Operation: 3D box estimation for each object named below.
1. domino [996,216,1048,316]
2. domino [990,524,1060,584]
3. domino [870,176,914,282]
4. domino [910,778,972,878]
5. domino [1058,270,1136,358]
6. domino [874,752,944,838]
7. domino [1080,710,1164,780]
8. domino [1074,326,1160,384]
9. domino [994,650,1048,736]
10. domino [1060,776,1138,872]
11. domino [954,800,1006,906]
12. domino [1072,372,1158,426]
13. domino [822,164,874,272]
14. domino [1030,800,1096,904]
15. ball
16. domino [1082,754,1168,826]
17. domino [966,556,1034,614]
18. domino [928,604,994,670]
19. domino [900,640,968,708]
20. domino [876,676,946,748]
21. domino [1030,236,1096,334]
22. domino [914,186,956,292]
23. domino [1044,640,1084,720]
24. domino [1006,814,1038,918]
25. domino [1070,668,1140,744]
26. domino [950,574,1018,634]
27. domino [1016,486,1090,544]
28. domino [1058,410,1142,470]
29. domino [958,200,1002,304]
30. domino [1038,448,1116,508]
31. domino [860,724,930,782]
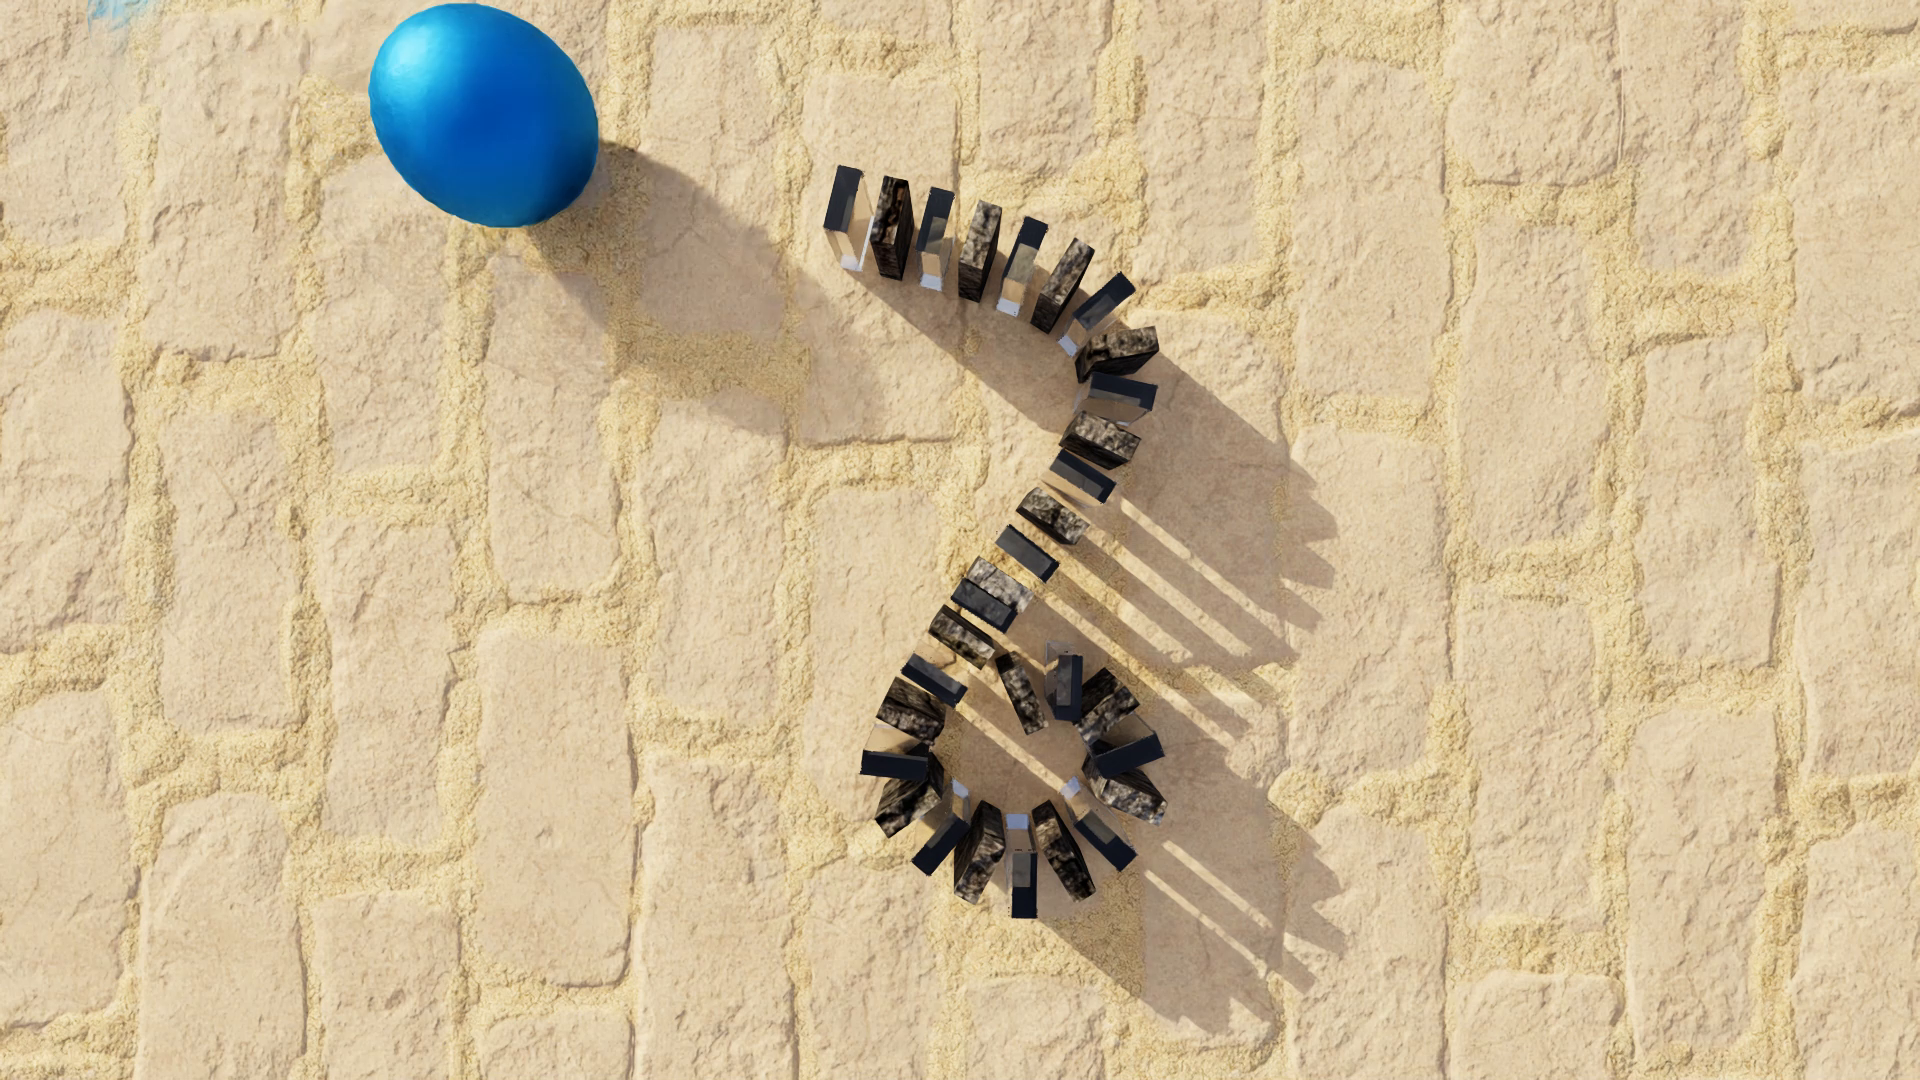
[{"bbox_3d":[0.025,-0.111,0.375,0.009,0.050,0.025,22,90,0],"label":"domino"},{"bbox_3d":[0.026,0.005,0.375,0.025,0.050,0.009,38,90,0],"label":"domino"},{"bbox_3d":[-0.027,-0.126,0.375,0.010,0.050,0.025,13,90,0],"label":"domino"},{"bbox_3d":[-0.007,0.116,0.375,0.010,0.050,0.025,40,90,0],"label":"domino"},{"bbox_3d":[0.055,-0.091,0.375,0.025,0.050,0.010,-41,90,0],"label":"domino"},{"bbox_3d":[-0.020,0.103,0.375,0.025,0.050,0.009,-35,90,0],"label":"domino"},{"bbox_3d":[0.065,0.083,0.375,0.025,0.050,0.009,-21,90,0],"label":"domino"},{"bbox_3d":[0.063,-0.075,0.375,0.025,0.050,0.009,-10,90,0],"label":"domino"},{"bbox_3d":[0.025,0.061,0.375,0.009,0.050,0.025,-24,90,0],"label":"domino"},{"bbox_3d":[0.056,0.115,0.375,0.025,0.050,0.009,44,90,0],"label":"domino"},{"bbox_3d":[0.008,0.126,0.375,0.010,0.050,0.025,28,90,0],"label":"domino"},{"bbox_3d":[0.062,-0.057,0.375,0.025,0.050,0.009,13,90,0],"label":"domino"},{"bbox_3d":[-0.045,-0.130,0.375,0.010,0.050,0.025,14,90,0],"label":"domino"},{"bbox_3d":[0.042,0.126,0.375,0.010,0.050,0.025,-32,90,0],"label":"domino"},{"bbox_3d":[-0.185,-0.165,0.360,0.080,0.080,0.080,0,90,0],"label":"ball"},{"bbox_3d":[0.066,0.100,0.375,0.025,0.050,0.010,23,90,0],"label":"domino"},{"bbox_3d":[0.016,0.017,0.375,0.025,0.050,0.010,33,90,0],"label":"domino"},{"bbox_3d":[0.000,0.039,0.375,0.025,0.050,0.009,35,90,0],"label":"domino"},{"bbox_3d":[-0.010,0.054,0.375,0.025,0.050,0.009,33,90,0],"label":"domino"},{"bbox_3d":[-0.019,0.069,0.375,0.025,0.050,0.010,27,90,0],"label":"domino"},{"bbox_3d":[0.041,-0.103,0.375,0.010,0.050,0.025,32,90,0],"label":"domino"},{"bbox_3d":[-0.010,-0.122,0.375,0.010,0.050,0.025,15,90,0],"label":"domino"},{"bbox_3d":[0.042,0.056,0.375,0.010,0.050,0.025,2,90,0],"label":"domino"},{"bbox_3d":[0.025,0.132,0.375,0.010,0.050,0.025,1,90,0],"label":"domino"},{"bbox_3d":[0.056,0.067,0.375,0.025,0.050,0.009,-39,90,0],"label":"domino"},{"bbox_3d":[0.009,0.025,0.375,0.025,0.050,0.010,32,90,0],"label":"domino"},{"bbox_3d":[0.037,-0.009,0.375,0.025,0.050,0.009,36,90,0],"label":"domino"},{"bbox_3d":[0.056,-0.040,0.375,0.025,0.050,0.010,27,90,0],"label":"domino"},{"bbox_3d":[0.008,-0.117,0.375,0.009,0.050,0.025,18,90,0],"label":"domino"},{"bbox_3d":[0.047,-0.024,0.375,0.025,0.050,0.010,33,90,0],"label":"domino"},{"bbox_3d":[-0.025,0.086,0.375,0.025,0.050,0.010,7,90,0],"label":"domino"}]
